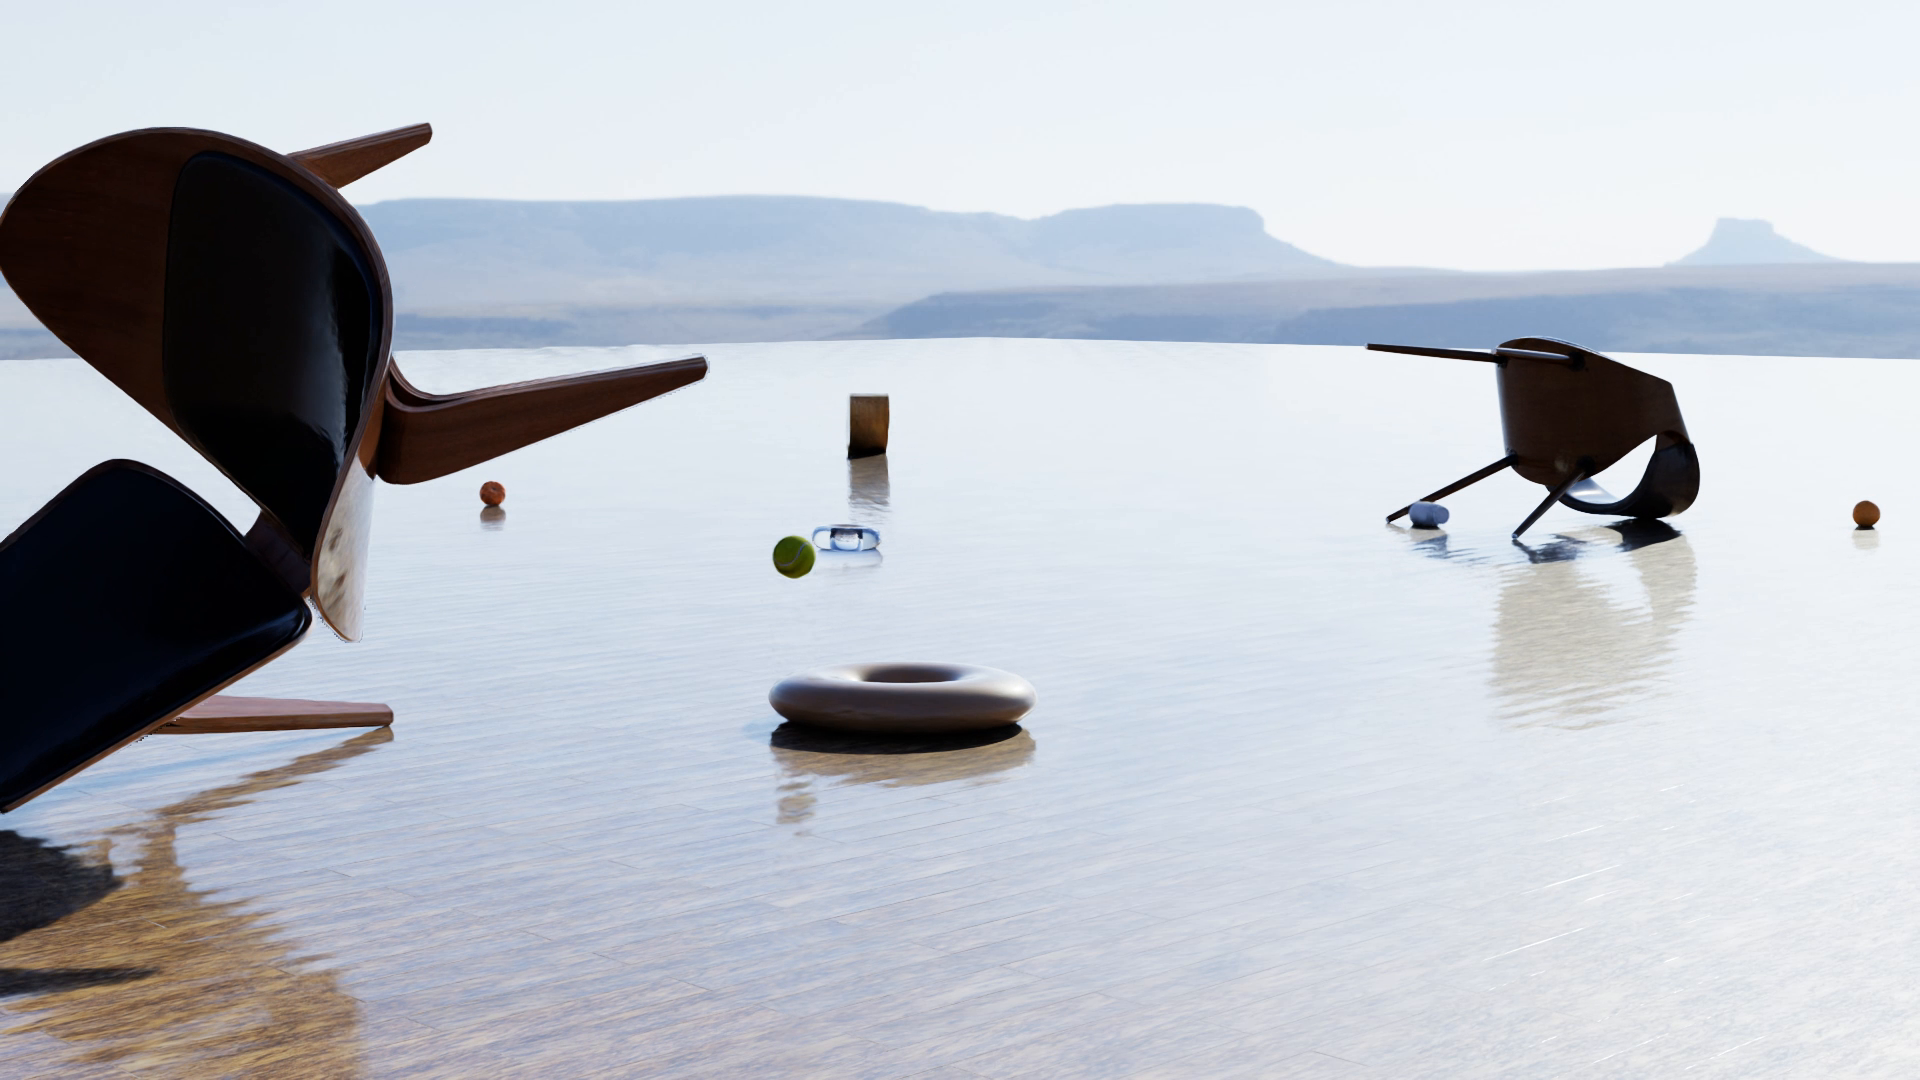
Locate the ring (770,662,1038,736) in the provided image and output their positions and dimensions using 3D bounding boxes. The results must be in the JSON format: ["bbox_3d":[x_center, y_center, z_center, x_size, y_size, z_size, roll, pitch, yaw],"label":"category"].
[{"bbox_3d":[-0.085,0.233,3.800,0.407,0.075,0.349,2,6,21],"label":"ring"}]

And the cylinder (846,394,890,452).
[{"bbox_3d":[-0.343,-0.432,9.537,0.144,0.252,0.128,-1,41,-8],"label":"cylinder"}]

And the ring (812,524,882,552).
[{"bbox_3d":[-0.273,-0.006,6.202,0.176,0.057,0.156,3,5,14],"label":"ring"}]
